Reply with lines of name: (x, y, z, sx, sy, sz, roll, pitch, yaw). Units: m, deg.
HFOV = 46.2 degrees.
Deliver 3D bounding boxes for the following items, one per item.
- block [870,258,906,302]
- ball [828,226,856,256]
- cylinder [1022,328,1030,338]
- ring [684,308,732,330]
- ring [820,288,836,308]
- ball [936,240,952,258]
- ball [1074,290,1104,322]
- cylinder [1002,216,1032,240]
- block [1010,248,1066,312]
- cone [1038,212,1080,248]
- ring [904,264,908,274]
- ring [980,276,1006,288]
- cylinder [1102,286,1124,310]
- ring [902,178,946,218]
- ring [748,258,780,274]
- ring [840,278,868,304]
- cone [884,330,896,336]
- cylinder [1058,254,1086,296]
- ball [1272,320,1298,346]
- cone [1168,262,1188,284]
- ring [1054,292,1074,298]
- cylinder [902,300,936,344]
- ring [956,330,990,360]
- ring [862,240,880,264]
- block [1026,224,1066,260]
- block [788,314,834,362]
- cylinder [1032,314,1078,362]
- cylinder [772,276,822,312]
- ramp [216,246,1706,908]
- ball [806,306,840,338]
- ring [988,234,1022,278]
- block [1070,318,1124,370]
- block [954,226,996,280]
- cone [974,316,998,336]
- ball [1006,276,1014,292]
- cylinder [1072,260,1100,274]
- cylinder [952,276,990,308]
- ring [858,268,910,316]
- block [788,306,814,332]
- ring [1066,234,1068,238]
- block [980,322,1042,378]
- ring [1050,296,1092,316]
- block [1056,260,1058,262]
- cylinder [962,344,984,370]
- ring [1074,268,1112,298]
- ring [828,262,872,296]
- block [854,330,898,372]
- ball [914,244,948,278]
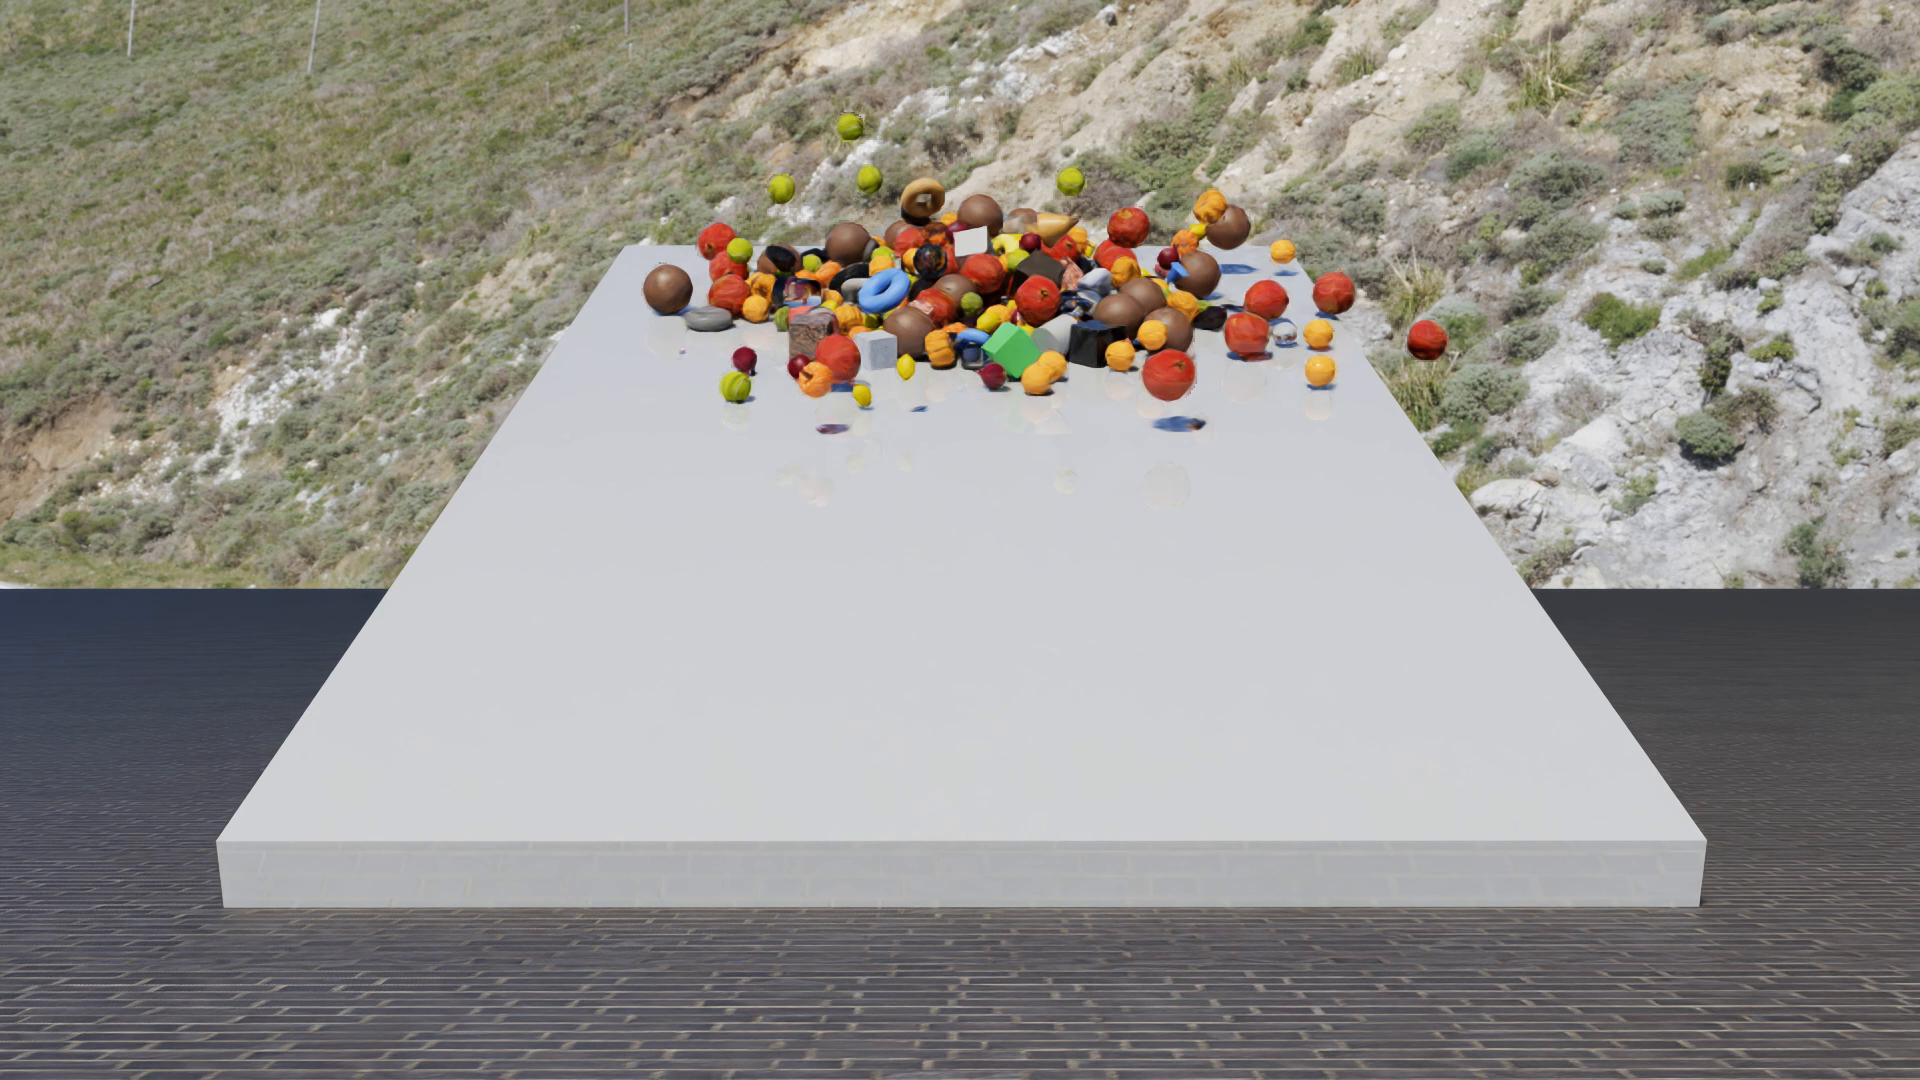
block: (-0.193, -0.697, 6.046, 0.082, 0.082, 0.082, -1, -27, 9)
ball: (-0.350, -0.884, 6.656, 0.083, 0.083, 0.083, 0, -1, 0)
cylinder: (0.126, -0.473, 5.436, 0.066, 0.066, 0.066, 1, -38, -34)
ring: (-0.649, -0.570, 5.797, 0.126, 0.042, 0.126, 1, 20, 0)
ring: (-0.404, -0.639, 5.991, 0.144, 0.048, 0.144, 0, 18, 0)
ball: (-0.050, -0.814, 6.331, 0.056, 0.056, 0.056, 0, -1, 0)
ball: (0.331, -0.608, 5.846, 0.085, 0.085, 0.085, 0, -1, 0)
cylinder: (0.167, -0.899, 6.511, 0.065, 0.065, 0.065, 1, -4, -43)
block: (0.195, -0.656, 5.678, 0.093, 0.093, 0.093, 33, -36, 15)
cone: (0.263, -0.802, 5.722, 0.098, 0.098, 0.098, -13, -7, 30)
ring: (-0.204, -0.769, 6.386, 0.118, 0.039, 0.118, 2, 18, 0)
ring: (0.110, -0.765, 6.256, 0.048, 0.143, 0.143, 36, -12, -16)
cylinder: (0.398, -0.648, 5.999, 0.060, 0.060, 0.060, 1, 19, -36)
ring: (-0.100, -0.935, 6.147, 0.124, 0.041, 0.124, -9, -41, -8)
ring: (-0.560, -0.784, 6.443, 0.094, 0.031, 0.094, 0, 18, 0)
ring: (-0.258, -0.657, 5.954, 0.115, 0.038, 0.115, 6, -21, 2)
cone: (-0.172, -0.490, 5.593, 0.056, 0.056, 0.056, 0, -9, 19)
cylinder: (0.281, -0.696, 5.966, 0.085, 0.085, 0.085, -43, 3, 3)
ball: (0.810, -0.516, 5.610, 0.065, 0.065, 0.065, 0, -1, 0)
cone: (0.547, -0.675, 5.766, 0.054, 0.054, 0.054, 1, -41, -48)
ring: (0.280, -0.683, 6.090, 0.149, 0.050, 0.149, 11, 20, -4)
cylinder: (-0.104, -0.547, 5.645, 0.077, 0.077, 0.077, -4, 39, 3)
ring: (0.036, -0.471, 5.442, 0.097, 0.032, 0.097, 10, -37, 8)
ring: (-0.245, -0.784, 6.173, 0.029, 0.087, 0.087, 23, 3, 10)
block: (0.237, -0.818, 6.170, 0.092, 0.092, 0.092, 3, 13, 12)
block: (-0.363, -0.493, 5.493, 0.094, 0.094, 0.094, 1, 19, 4)
cylinder: (0.237, -0.493, 5.478, 0.089, 0.089, 0.089, -32, 20, -37)
cylinder: (-0.420, -0.630, 5.790, 0.092, 0.092, 0.092, 11, 4, 26)
ramp: (-0.004, -0.196, 4.926, 2.000, 0.100, 4.000, 0, 19, 0)
ball: (-0.348, -0.535, 5.612, 0.097, 0.097, 0.097, 0, -1, 0)
ring: (0.113, -0.773, 6.129, 0.127, 0.127, 0.042, -1, -16, 42)
block: (0.332, -0.475, 5.446, 0.093, 0.093, 0.093, -17, 25, -40)
block: (0.039, -0.761, 5.969, 0.090, 0.090, 0.090, -10, -37, 10)
cone: (0.090, -0.507, 5.621, 0.085, 0.085, 0.085, 20, -11, -30)
ball: (0.155, -0.694, 6.140, 0.057, 0.057, 0.057, 0, -1, 0)
cylinder: (0.341, -0.731, 6.206, 0.083, 0.083, 0.083, 0, -1, -4)
cylinder: (0.032, -0.664, 6.022, 0.076, 0.076, 0.076, 1, 17, -29)
ring: (-0.191, -0.625, 5.662, 0.145, 0.145, 0.048, -1, -40, 38)
block: (-0.393, -0.555, 5.719, 0.062, 0.062, 0.062, -11, 24, -29)
ring: (0.273, -0.891, 6.480, 0.092, 0.092, 0.031, 1, -17, -42)
block: (0.121, -0.447, 5.296, 0.087, 0.087, 0.087, 46, -5, -27)
ring: (0.278, -0.586, 5.629, 0.108, 0.036, 0.108, 2, 16, -1)
block: (0.254, -0.813, 6.295, 0.054, 0.054, 0.054, -11, 32, 17)
cylinder: (0.030, -0.438, 5.398, 0.054, 0.054, 0.054, 0, 19, 0)
ring: (0.349, -0.662, 5.920, 0.043, 0.128, 0.128, 43, 18, 22)
ring: (-0.293, -0.707, 6.095, 0.139, 0.046, 0.139, -28, -9, -5)
block: (-0.202, -0.456, 5.411, 0.077, 0.077, 0.077, -11, 22, -30)
ball: (-0.078, -0.744, 5.997, 0.093, 0.093, 0.093, 0, -1, 0)
